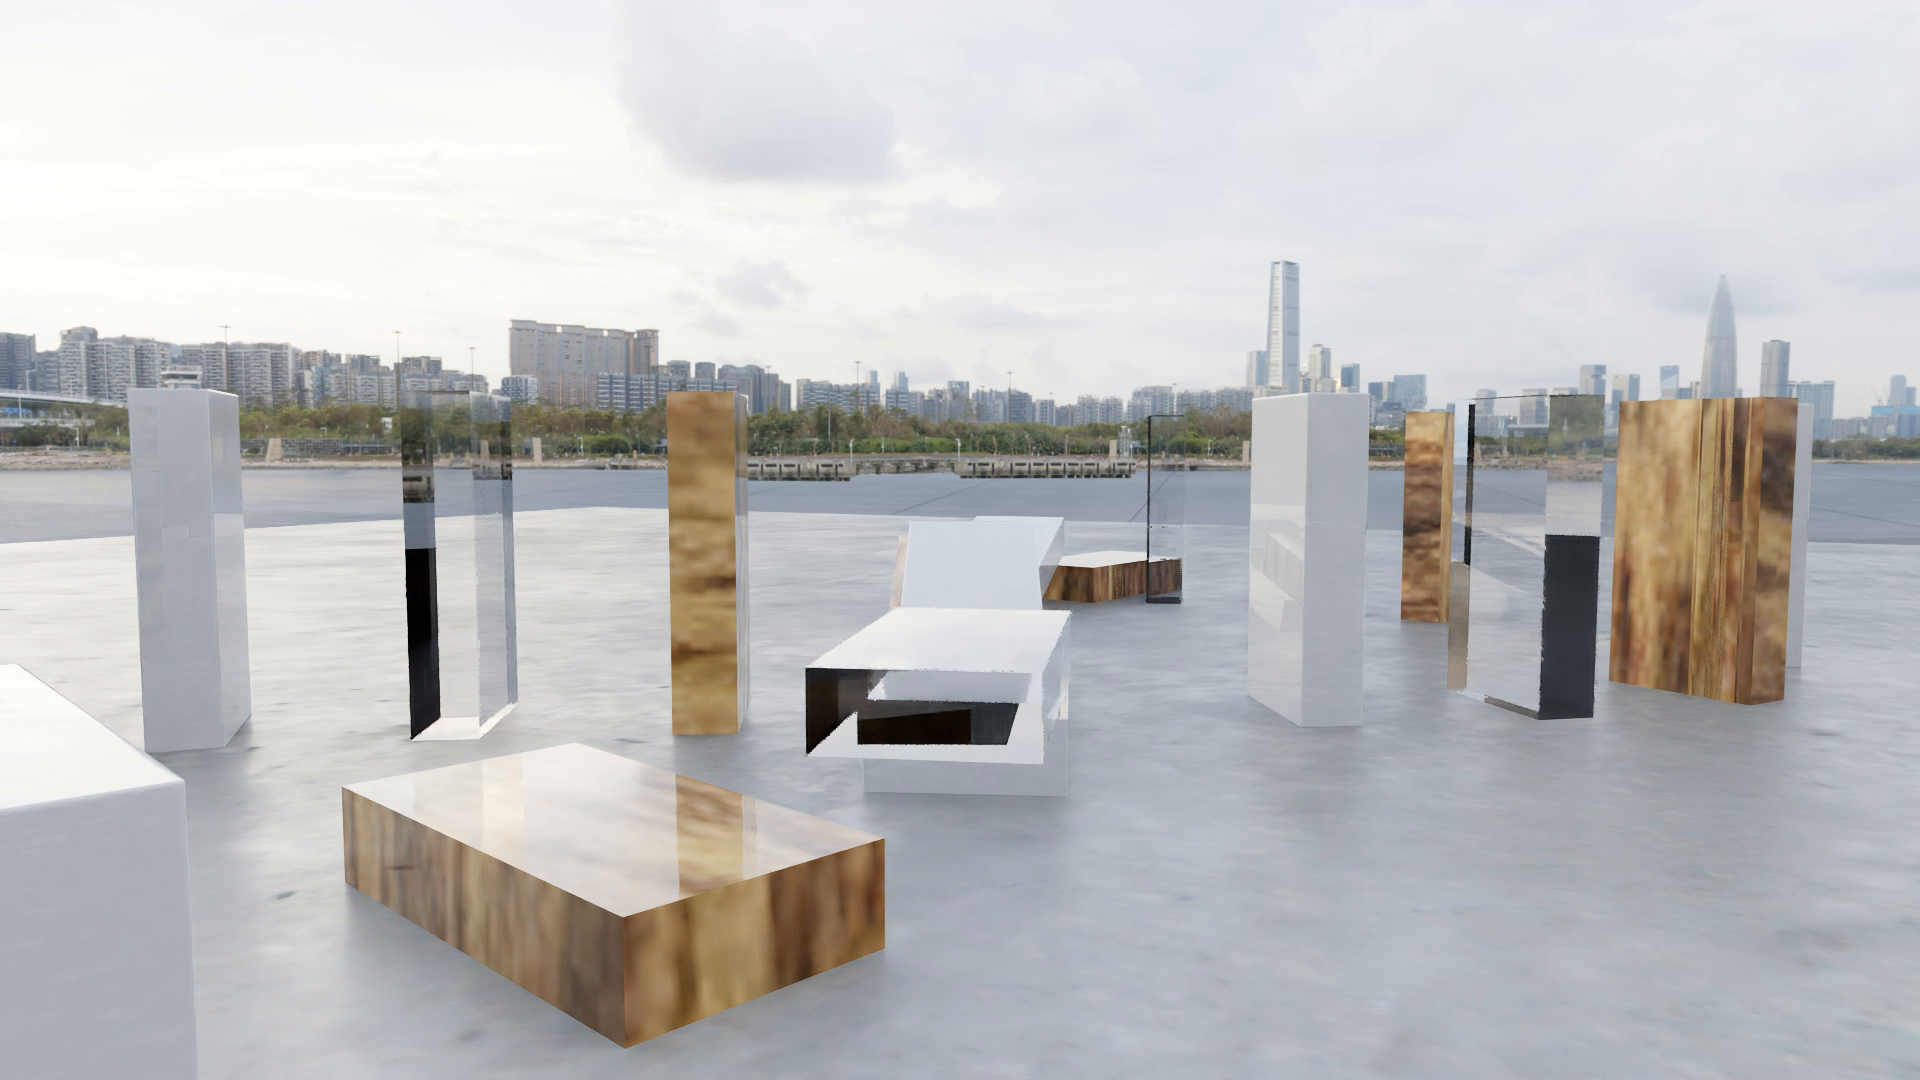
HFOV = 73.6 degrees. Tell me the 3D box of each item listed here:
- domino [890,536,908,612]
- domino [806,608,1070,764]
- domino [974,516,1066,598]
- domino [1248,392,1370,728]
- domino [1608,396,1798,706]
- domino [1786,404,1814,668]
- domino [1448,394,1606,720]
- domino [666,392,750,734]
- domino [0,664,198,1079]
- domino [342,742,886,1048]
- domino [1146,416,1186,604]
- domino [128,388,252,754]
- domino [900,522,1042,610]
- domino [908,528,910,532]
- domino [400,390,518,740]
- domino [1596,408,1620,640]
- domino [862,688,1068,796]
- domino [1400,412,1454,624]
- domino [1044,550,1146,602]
[{"bbox_3d":[-0.001,0.012,0.267,0.025,0.009,0.050,0,19,0],"label":"domino"},{"bbox_3d":[0.000,0.016,0.159,0.025,0.009,0.050,1,4,8],"label":"domino"},{"bbox_3d":[0.012,0.006,0.340,0.025,0.010,0.050,1,19,14],"label":"domino"},{"bbox_3d":[0.055,0.002,0.203,0.010,0.050,0.025,0,4,-6],"label":"domino"},{"bbox_3d":[0.127,0.001,0.220,0.009,0.050,0.025,-2,5,-29],"label":"domino"},{"bbox_3d":[0.149,-0.001,0.249,0.025,0.050,0.009,1,4,11],"label":"domino"},{"bbox_3d":[0.091,0.002,0.209,0.009,0.050,0.025,-1,4,-11],"label":"domino"},{"bbox_3d":[-0.038,0.003,0.199,0.010,0.050,0.025,0,4,-5],"label":"domino"},{"bbox_3d":[-0.061,0.024,0.082,0.009,0.025,0.050,-4,6,-44],"label":"domino"},{"bbox_3d":[-0.033,0.029,0.116,0.050,0.010,0.025,4,6,43],"label":"domino"},{"bbox_3d":[0.057,-0.009,0.353,0.009,0.050,0.025,1,4,11],"label":"domino"},{"bbox_3d":[-0.112,0.003,0.188,0.009,0.050,0.025,-2,5,-21],"label":"domino"},{"bbox_3d":[0.002,0.011,0.239,0.025,0.009,0.050,0,25,0],"label":"domino"},{"bbox_3d":[-0.001,0.008,0.305,0.025,0.009,0.050,0,20,1],"label":"domino"},{"bbox_3d":[-0.076,0.003,0.195,0.009,0.050,0.025,-1,4,-7],"label":"domino"},{"bbox_3d":[0.141,-0.004,0.285,0.025,0.050,0.009,-2,5,-28],"label":"domino"},{"bbox_3d":[0.003,0.024,0.181,0.025,0.009,0.050,0,4,5],"label":"domino"},{"bbox_3d":[0.119,-0.006,0.315,0.025,0.050,0.009,-4,6,-43],"label":"domino"},{"bbox_3d":[0.041,0.010,0.371,0.025,0.010,0.050,3,5,38],"label":"domino"}]
